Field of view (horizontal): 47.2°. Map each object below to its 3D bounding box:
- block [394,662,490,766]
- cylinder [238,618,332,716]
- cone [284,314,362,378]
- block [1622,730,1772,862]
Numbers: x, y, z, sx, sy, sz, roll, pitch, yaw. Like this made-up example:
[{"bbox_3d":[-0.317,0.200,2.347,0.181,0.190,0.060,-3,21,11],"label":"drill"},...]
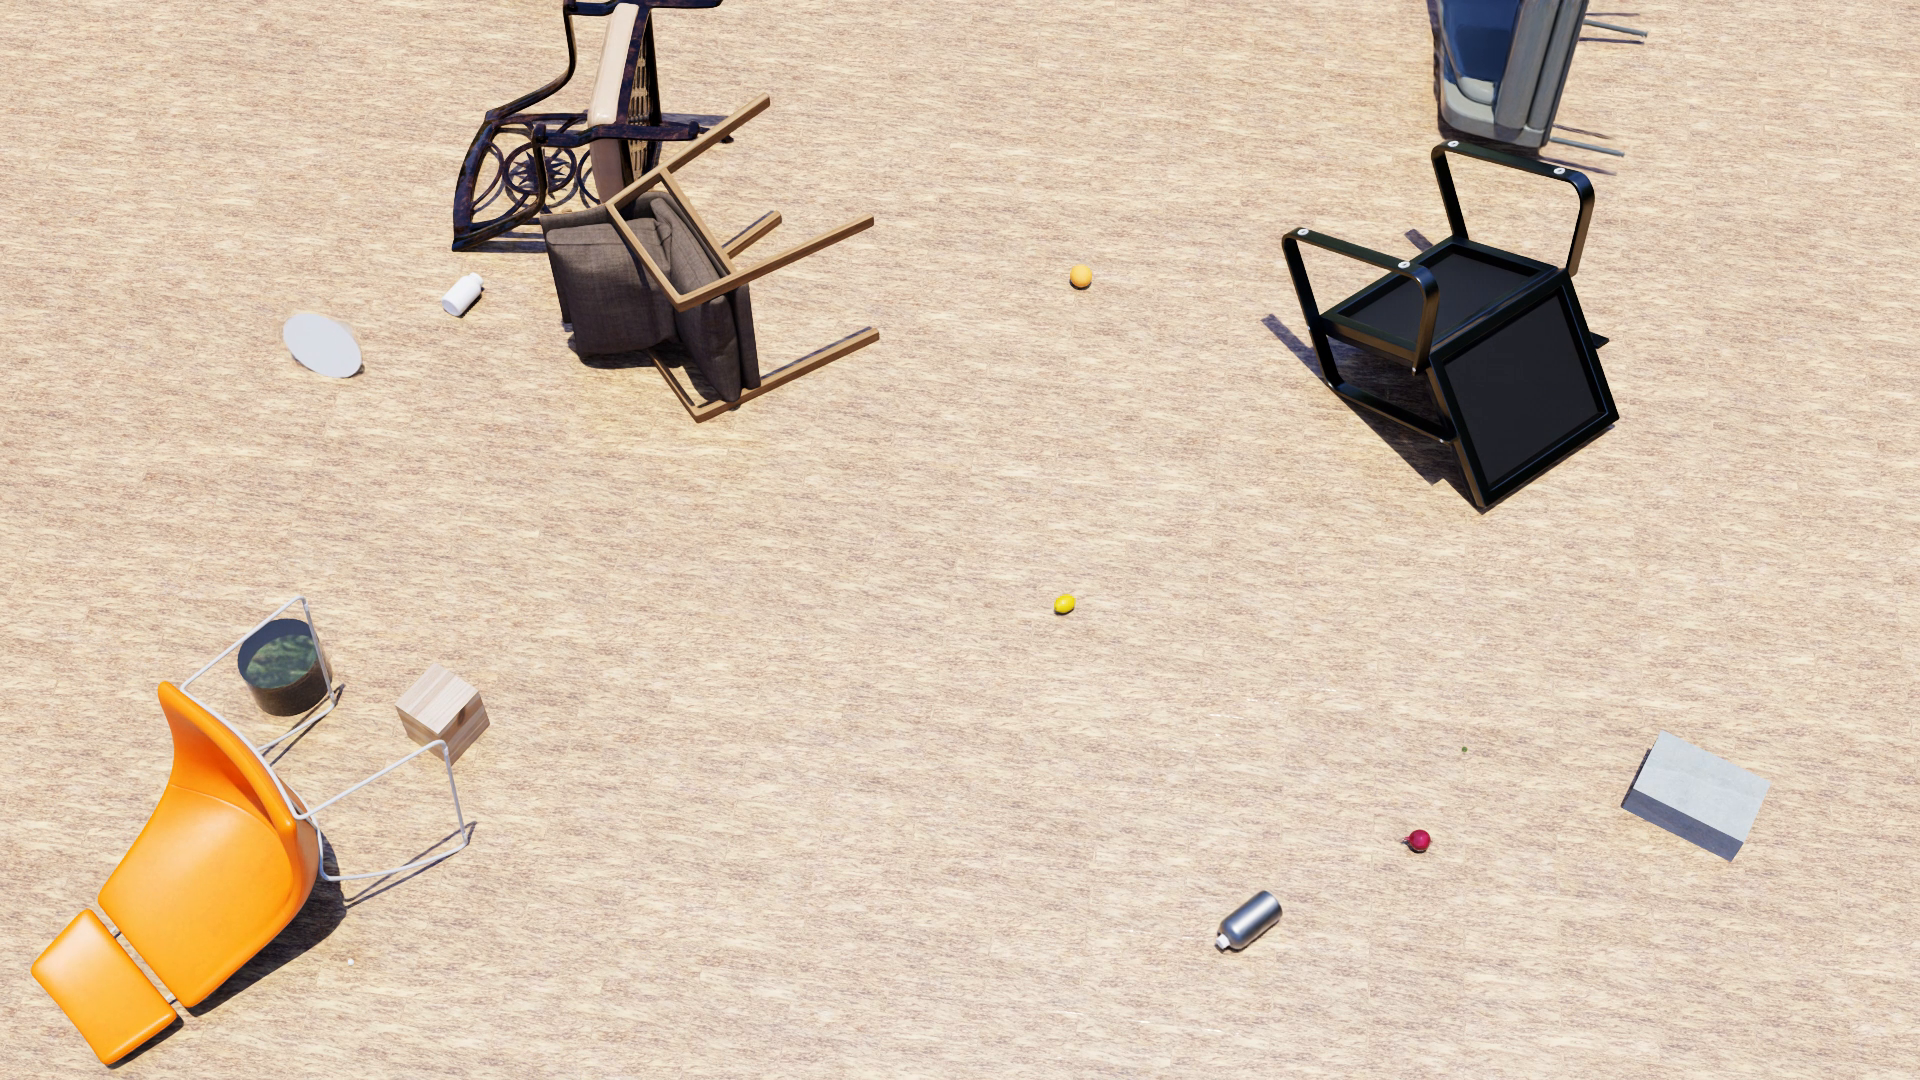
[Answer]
[{"bbox_3d":[-1.442,0.486,6.133,0.161,0.190,0.165,30,61,18],"label":"block"},{"bbox_3d":[-1.912,0.362,6.235,0.220,0.160,0.235,30,61,18],"label":"cylinder"},{"bbox_3d":[-1.976,-0.649,6.955,0.264,0.194,0.189,28,29,-3],"label":"cone"},{"bbox_3d":[2.019,0.701,6.031,0.315,0.121,0.212,27,60,17],"label":"block"}]
